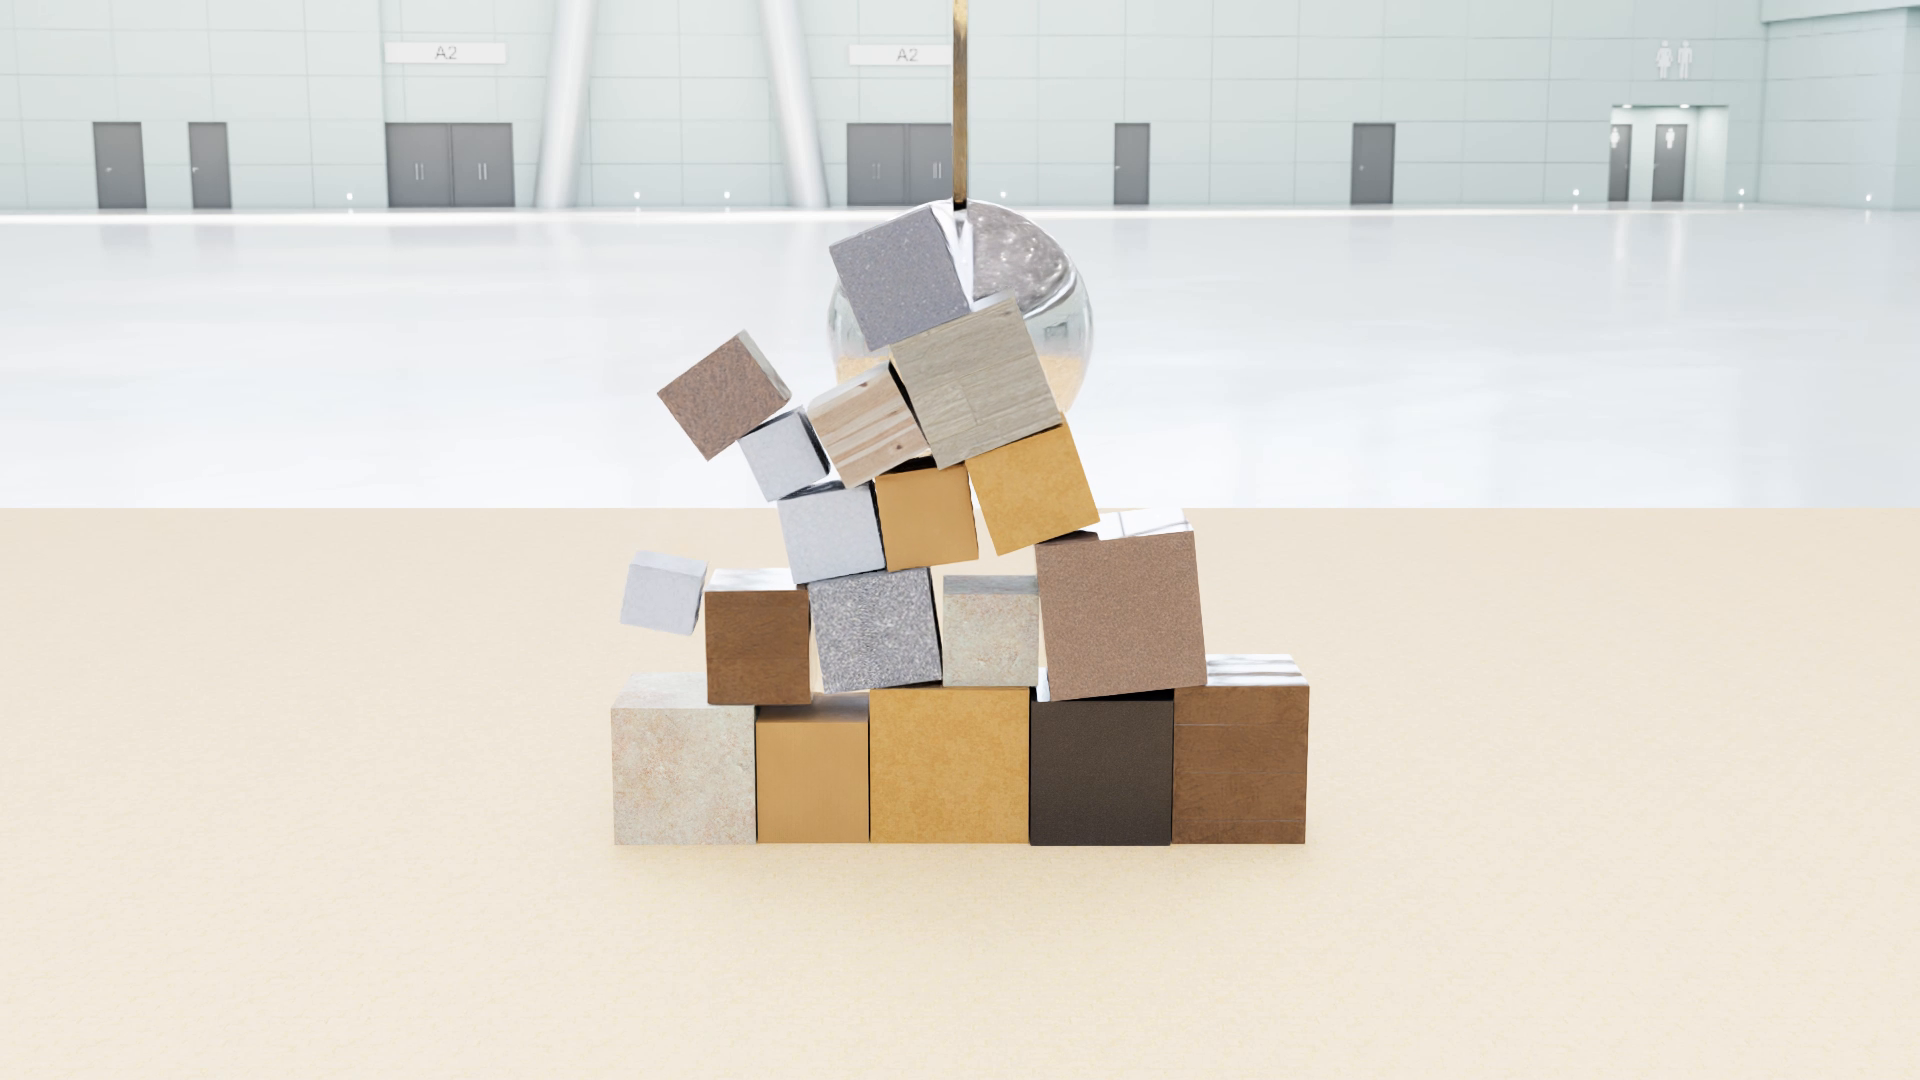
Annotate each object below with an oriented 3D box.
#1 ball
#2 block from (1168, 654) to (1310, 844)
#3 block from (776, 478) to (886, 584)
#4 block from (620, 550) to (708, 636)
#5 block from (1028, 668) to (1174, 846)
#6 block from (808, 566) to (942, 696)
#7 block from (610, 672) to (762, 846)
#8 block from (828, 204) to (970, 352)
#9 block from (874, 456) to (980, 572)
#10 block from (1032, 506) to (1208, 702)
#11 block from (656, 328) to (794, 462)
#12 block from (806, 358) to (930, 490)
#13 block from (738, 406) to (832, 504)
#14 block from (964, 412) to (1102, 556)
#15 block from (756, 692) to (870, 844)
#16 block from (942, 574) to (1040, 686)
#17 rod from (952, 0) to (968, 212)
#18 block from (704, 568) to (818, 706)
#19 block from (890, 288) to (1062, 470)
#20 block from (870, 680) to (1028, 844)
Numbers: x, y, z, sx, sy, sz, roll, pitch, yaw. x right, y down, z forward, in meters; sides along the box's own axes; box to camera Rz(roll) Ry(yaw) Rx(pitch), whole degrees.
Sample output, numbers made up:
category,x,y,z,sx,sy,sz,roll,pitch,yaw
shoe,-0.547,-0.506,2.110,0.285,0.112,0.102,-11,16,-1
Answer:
category,x,y,z,sx,sy,sz,roll,pitch,yaw
ball,0.000,-1.219,13.067,1.600,1.600,1.600,0,10,0
block,1.408,1.071,11.378,0.674,0.821,0.691,0,10,0
block,-0.643,-0.059,11.164,0.469,0.428,0.385,-11,10,2
block,-1.511,0.266,11.246,0.367,0.314,0.349,11,11,-3
block,0.708,1.109,11.365,0.706,0.752,0.715,0,10,0
block,-0.423,0.408,11.262,0.597,0.563,0.605,-8,10,1
block,-1.388,1.122,11.404,0.713,0.711,0.750,0,10,0
block,-0.296,-1.310,10.950,0.531,0.545,0.507,-21,10,3
block,-0.167,-0.150,11.165,0.460,0.488,0.469,-8,10,1
block,0.800,0.311,11.227,0.785,0.784,0.738,-6,10,1
block,-1.177,-0.735,11.074,0.494,0.421,0.461,-35,8,5
block,-0.457,-0.587,11.065,0.458,0.439,0.528,-27,10,4
block,-0.883,-0.436,11.112,0.332,0.354,0.325,-24,9,5
block,0.358,-0.292,11.116,0.542,0.511,0.565,-19,10,3
block,-0.742,1.169,11.376,0.560,0.629,0.625,0,10,0
block,0.154,0.459,11.275,0.482,0.472,0.514,0,10,0
rod,0.000,-4.147,11.340,0.080,5.200,0.080,0,31,0
block,-1.012,0.488,11.260,0.518,0.586,0.578,-1,10,0
block,0.078,-0.819,11.039,0.652,0.657,0.643,-21,10,4
block,-0.054,1.083,11.385,0.796,0.795,0.680,0,10,0
